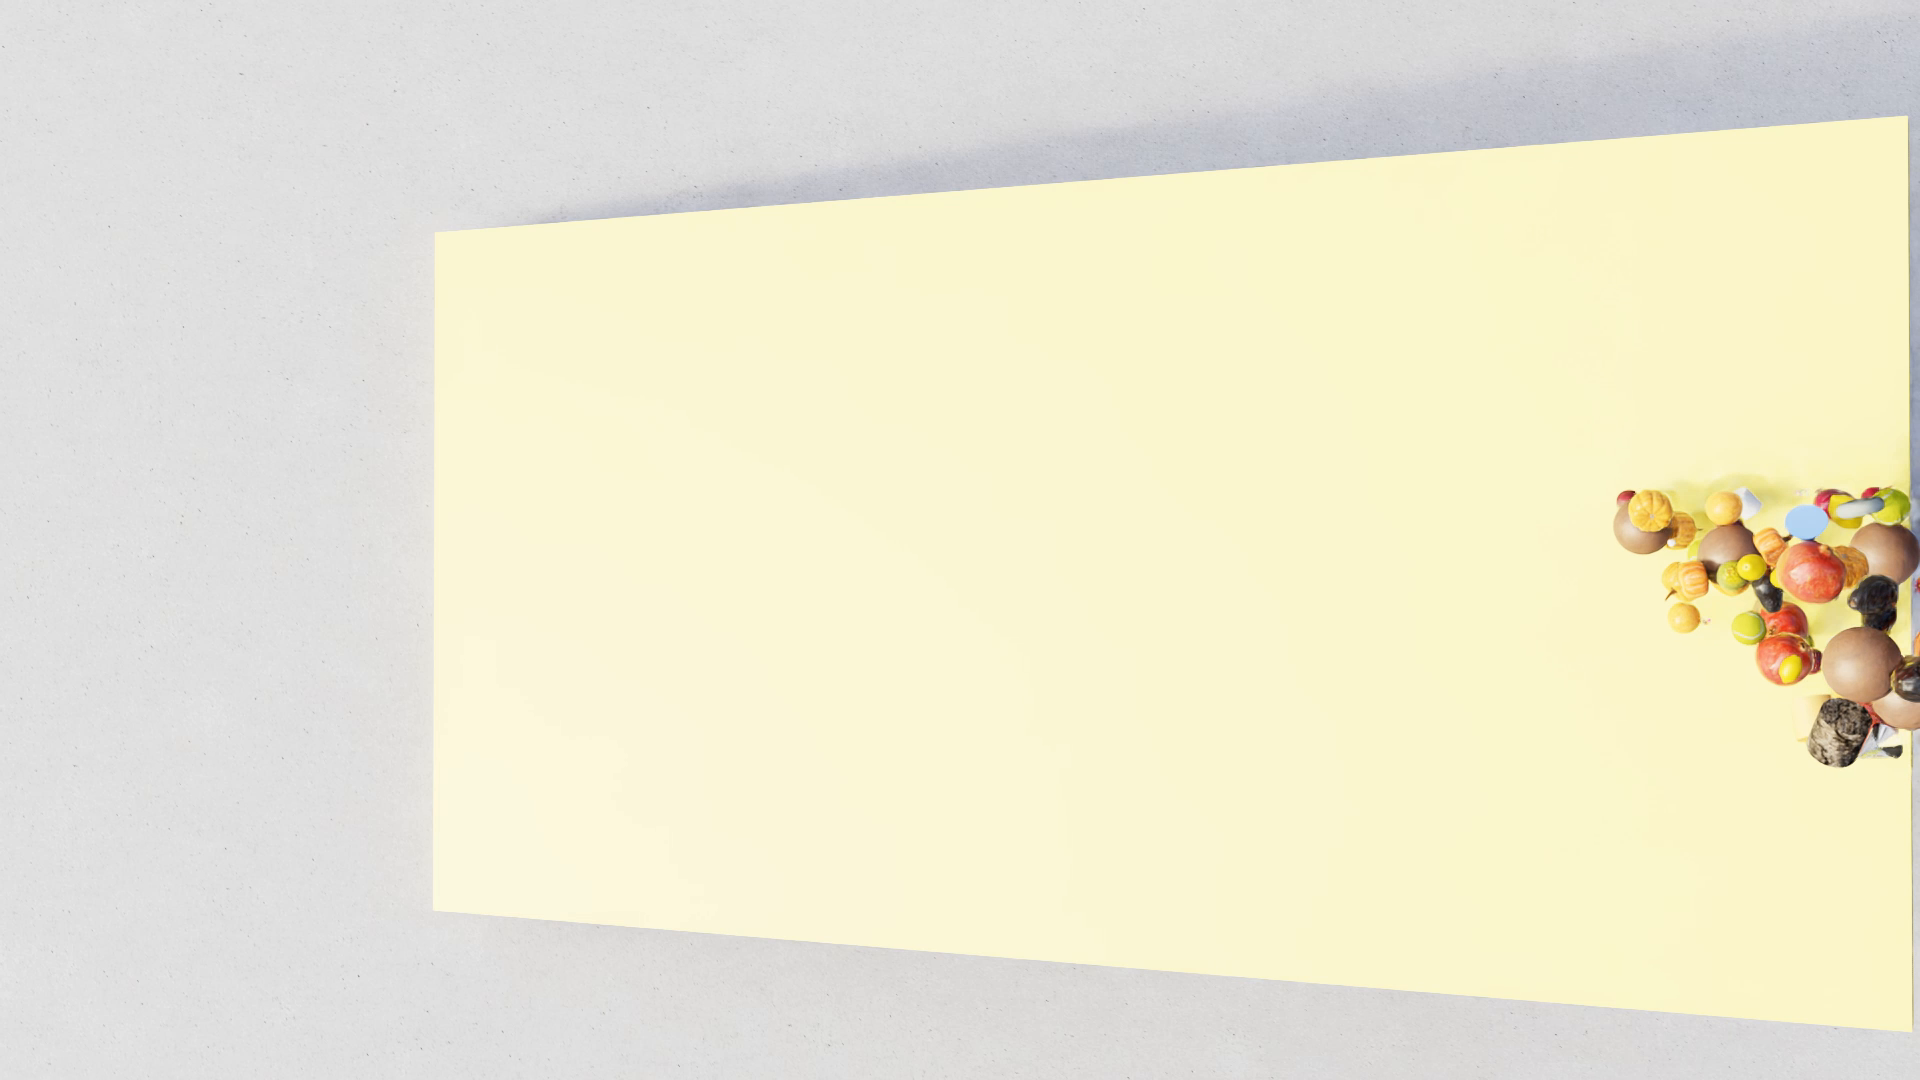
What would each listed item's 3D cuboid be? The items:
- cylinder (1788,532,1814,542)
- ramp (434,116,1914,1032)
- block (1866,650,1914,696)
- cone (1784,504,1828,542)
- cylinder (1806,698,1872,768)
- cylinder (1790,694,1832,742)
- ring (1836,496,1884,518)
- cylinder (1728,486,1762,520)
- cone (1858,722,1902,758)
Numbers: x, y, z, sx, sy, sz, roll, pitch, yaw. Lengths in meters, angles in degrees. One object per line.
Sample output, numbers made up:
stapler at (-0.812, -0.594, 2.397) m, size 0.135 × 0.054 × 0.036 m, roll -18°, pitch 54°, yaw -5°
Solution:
cylinder at (1.869, -0.028, 4.869) m, size 0.052 × 0.052 × 0.052 m, roll 18°, pitch 89°, yaw 24°
ramp at (0.282, 0.082, 5.691) m, size 4.000 × 0.100 × 2.000 m, roll 0°, pitch 89°, yaw 25°
block at (1.714, 0.246, 4.052) m, size 0.055 × 0.055 × 0.055 m, roll -45°, pitch 61°, yaw 12°
cone at (1.489, -0.013, 3.865) m, size 0.071 × 0.071 × 0.071 m, roll -11°, pitch 54°, yaw 16°
cylinder at (1.628, 0.357, 4.074) m, size 0.092 × 0.092 × 0.092 m, roll 1°, pitch 134°, yaw 0°
cylinder at (1.859, 0.388, 4.790) m, size 0.087 × 0.087 × 0.087 m, roll -5°, pitch 74°, yaw 0°
ring at (1.548, -0.056, 3.779) m, size 0.079 × 0.079 × 0.026 m, roll -14°, pitch 90°, yaw 0°
cylinder at (1.746, -0.082, 4.891) m, size 0.053 × 0.053 × 0.053 m, roll 44°, pitch 90°, yaw -5°
cone at (1.687, 0.387, 4.067) m, size 0.073 × 0.073 × 0.073 m, roll 17°, pitch 50°, yaw -22°
